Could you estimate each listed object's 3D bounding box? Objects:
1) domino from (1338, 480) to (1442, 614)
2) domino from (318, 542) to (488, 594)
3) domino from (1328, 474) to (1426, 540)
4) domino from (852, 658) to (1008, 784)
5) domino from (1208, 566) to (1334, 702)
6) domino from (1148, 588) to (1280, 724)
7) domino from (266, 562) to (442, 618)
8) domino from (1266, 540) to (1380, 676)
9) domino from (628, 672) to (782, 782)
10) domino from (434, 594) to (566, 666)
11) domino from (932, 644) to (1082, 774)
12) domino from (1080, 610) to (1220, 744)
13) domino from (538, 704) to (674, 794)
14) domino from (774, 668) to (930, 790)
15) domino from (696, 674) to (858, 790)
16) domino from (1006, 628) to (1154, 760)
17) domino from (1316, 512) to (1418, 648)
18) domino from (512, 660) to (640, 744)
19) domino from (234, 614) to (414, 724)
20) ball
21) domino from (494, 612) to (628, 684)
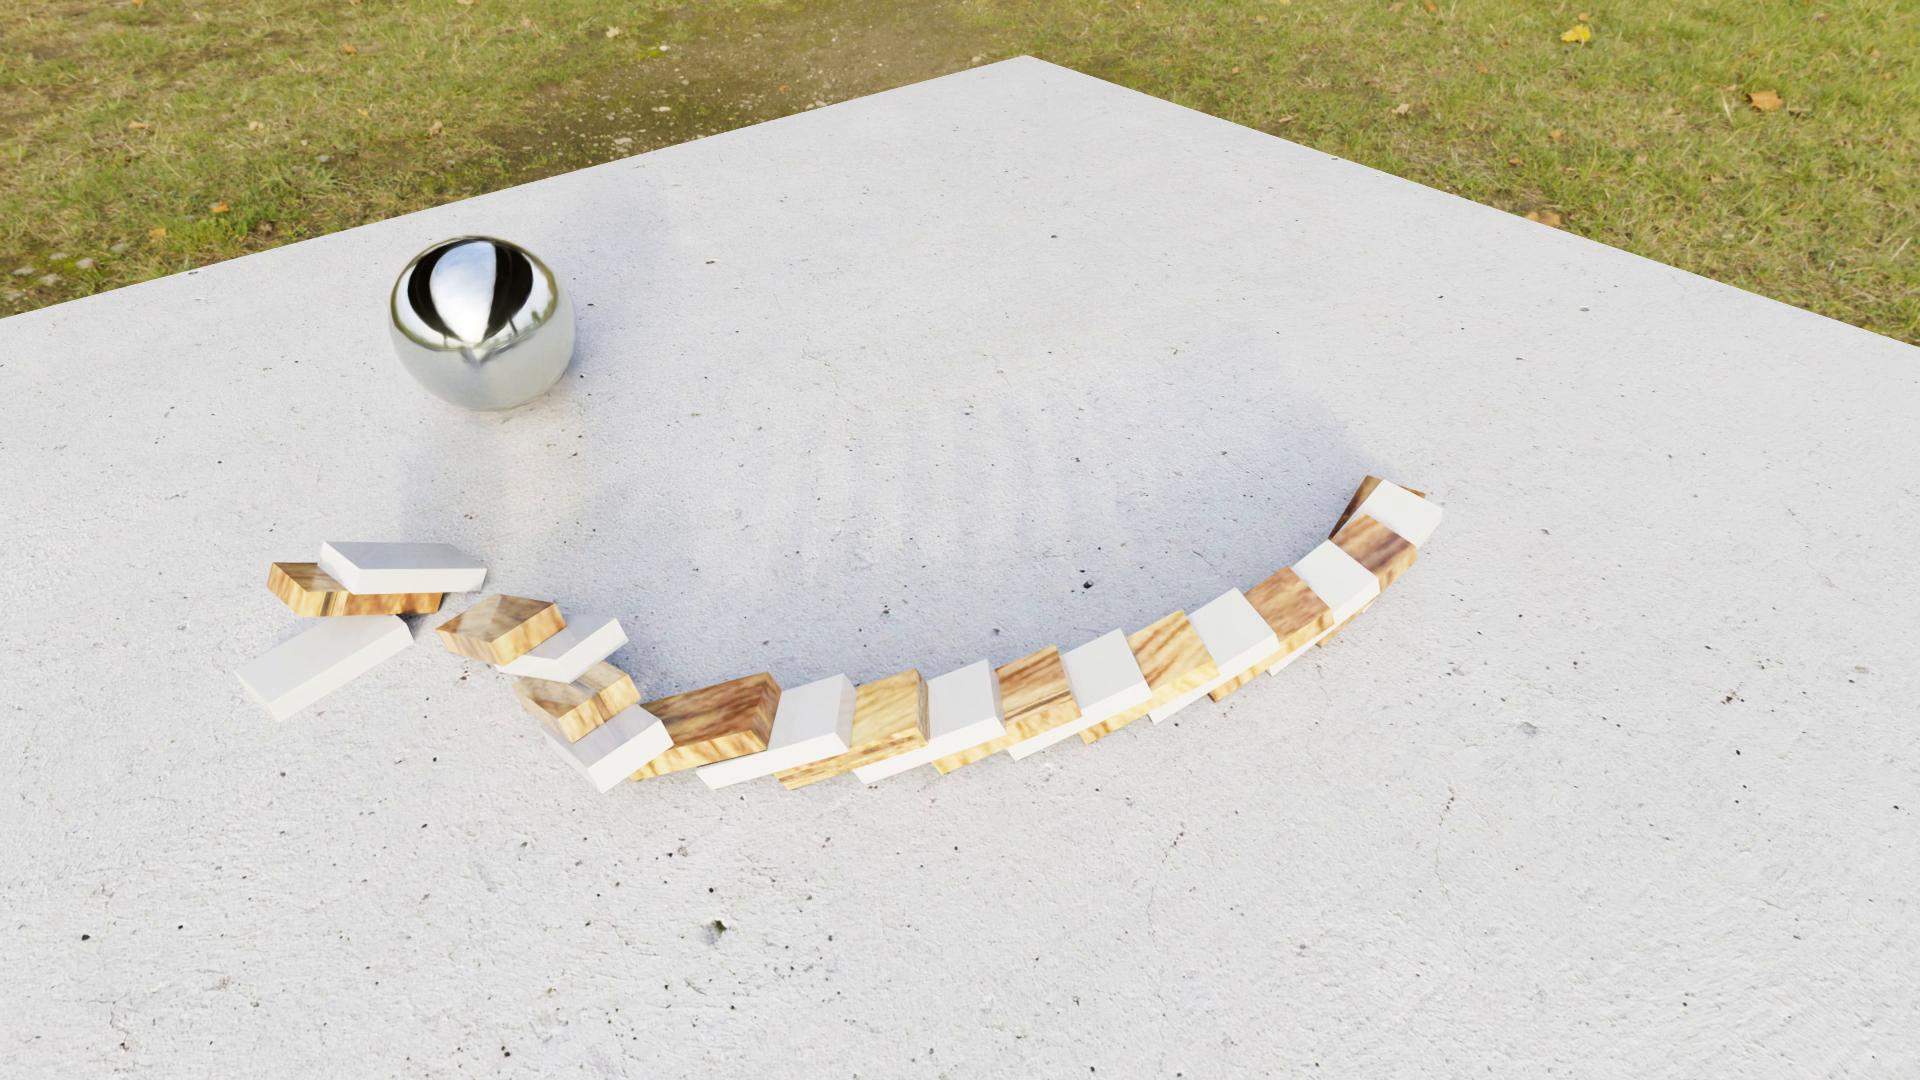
[{"bbox_3d":[0.160,0.002,0.425,0.050,0.010,0.025,-46,55,-12],"label":"domino"},{"bbox_3d":[-0.207,0.010,0.410,0.025,0.010,0.050,27,13,29],"label":"domino"},{"bbox_3d":[0.171,-0.007,0.452,0.025,0.010,0.050,22,44,25],"label":"domino"},{"bbox_3d":[-0.011,0.059,0.356,0.050,0.009,0.025,-22,38,11],"label":"domino"},{"bbox_3d":[0.103,0.033,0.388,0.050,0.010,0.025,-33,45,-1],"label":"domino"},{"bbox_3d":[0.081,0.040,0.380,0.050,0.010,0.025,-31,44,0],"label":"domino"},{"bbox_3d":[-0.220,0.018,0.401,0.025,0.010,0.050,27,13,30],"label":"domino"},{"bbox_3d":[0.124,0.024,0.399,0.050,0.009,0.025,-37,47,-5],"label":"domino"},{"bbox_3d":[-0.084,0.060,0.355,0.050,0.009,0.025,-16,36,18],"label":"domino"},{"bbox_3d":[-0.163,0.031,0.390,0.050,0.010,0.025,3,32,45],"label":"domino"},{"bbox_3d":[0.013,0.055,0.361,0.050,0.010,0.025,-24,39,8],"label":"domino"},{"bbox_3d":[0.059,0.046,0.372,0.050,0.009,0.025,-28,42,4],"label":"domino"},{"bbox_3d":[-0.113,0.062,0.350,0.025,0.009,0.050,-34,25,-28],"label":"domino"},{"bbox_3d":[-0.035,0.061,0.354,0.050,0.009,0.025,-20,37,14],"label":"domino"},{"bbox_3d":[-0.058,0.061,0.353,0.050,0.010,0.025,-18,36,16],"label":"domino"},{"bbox_3d":[0.036,0.051,0.366,0.050,0.010,0.025,-26,41,6],"label":"domino"},{"bbox_3d":[0.143,0.014,0.410,0.050,0.010,0.025,-40,50,-8],"label":"domino"},{"bbox_3d":[-0.128,0.050,0.365,0.025,0.010,0.050,-34,25,-29],"label":"domino"},{"bbox_3d":[-0.226,0.041,0.393,0.025,0.010,0.050,27,46,29],"label":"domino"},{"bbox_3d":[-0.220,-0.100,0.509,0.080,0.080,0.080,0,39,0],"label":"ball"},{"bbox_3d":[-0.141,0.037,0.382,0.050,0.010,0.025,0,30,42],"label":"domino"}]
